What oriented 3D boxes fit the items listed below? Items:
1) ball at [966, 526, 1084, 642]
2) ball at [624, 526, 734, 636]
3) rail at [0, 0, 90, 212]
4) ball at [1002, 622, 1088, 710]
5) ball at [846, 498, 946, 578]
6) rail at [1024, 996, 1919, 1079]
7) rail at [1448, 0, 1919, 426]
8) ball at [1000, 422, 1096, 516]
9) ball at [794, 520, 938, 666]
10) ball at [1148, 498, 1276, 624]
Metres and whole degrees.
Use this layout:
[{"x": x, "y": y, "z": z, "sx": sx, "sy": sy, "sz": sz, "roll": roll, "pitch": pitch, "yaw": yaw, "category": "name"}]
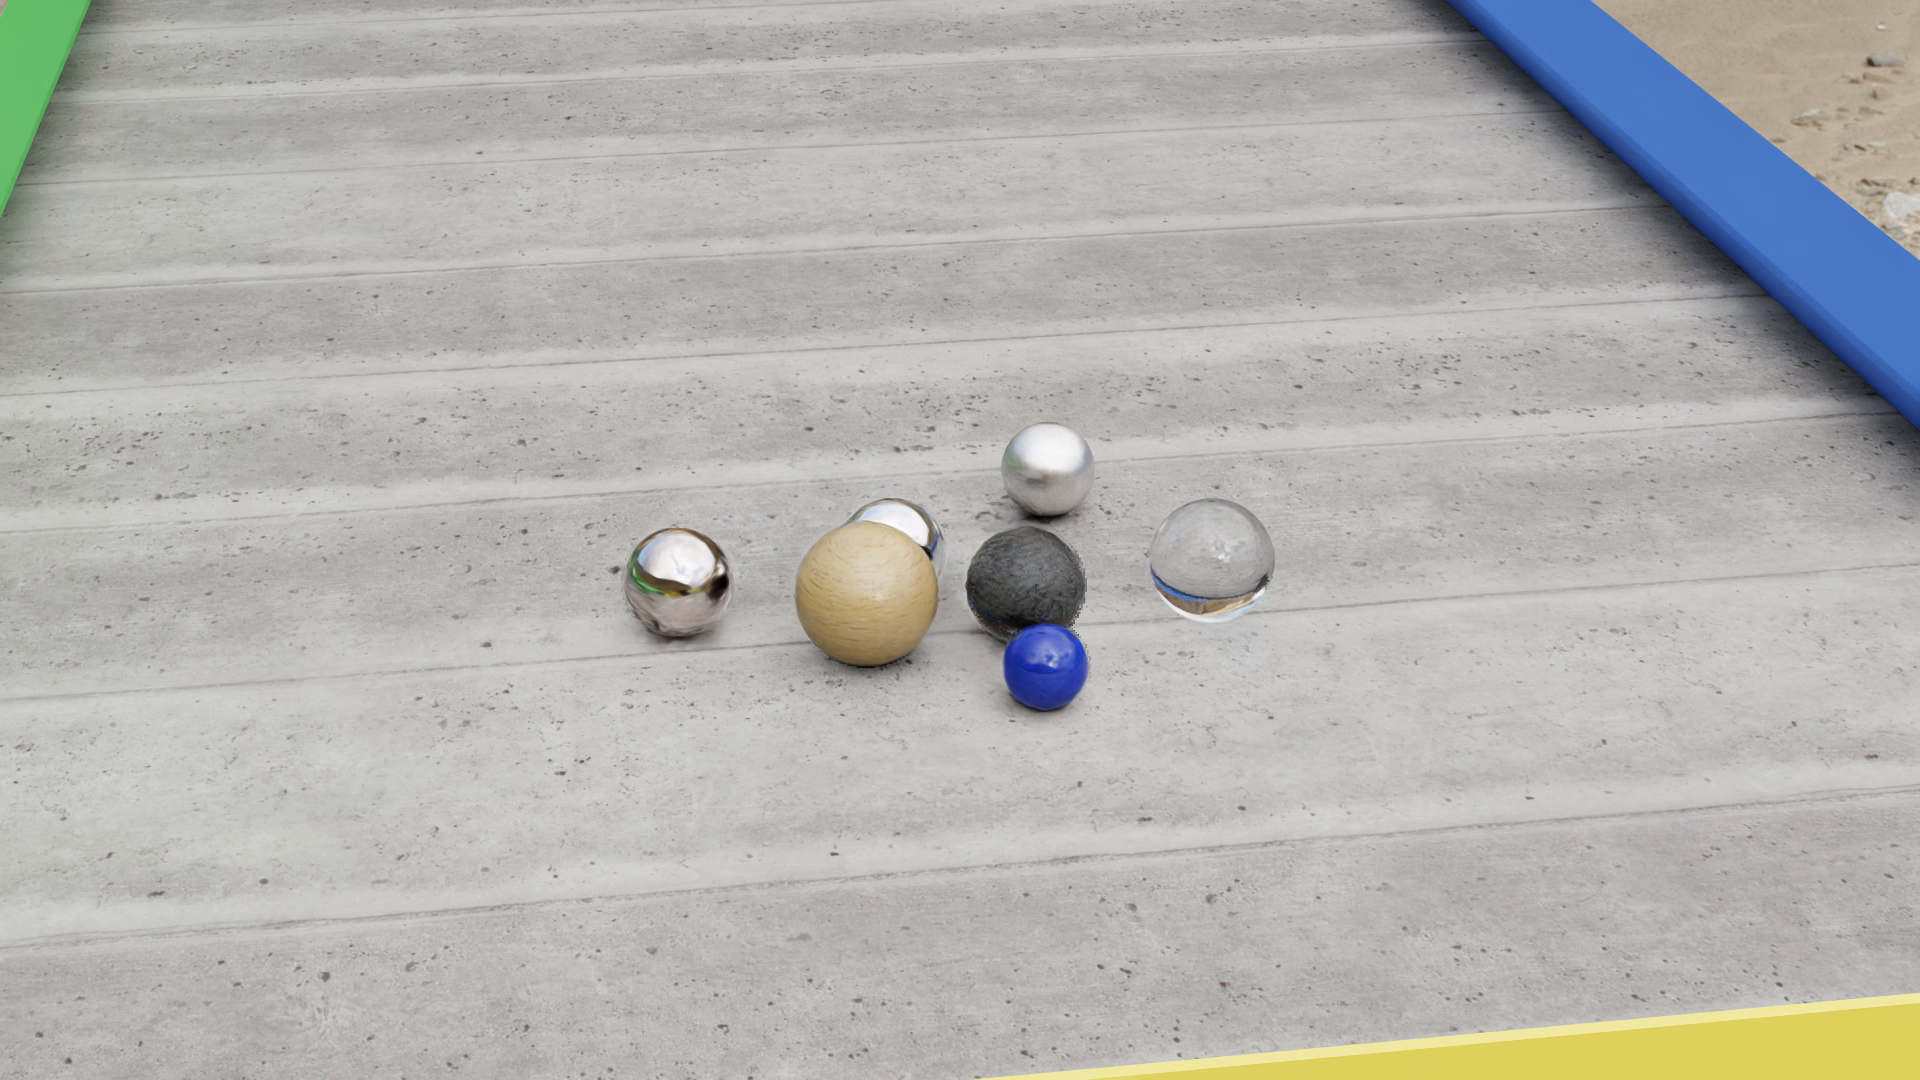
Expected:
[{"x": 0.042, "y": 0.029, "z": 1.878, "sx": 0.076, "sy": 0.076, "sz": 0.076, "roll": 0, "pitch": 26, "yaw": 0, "category": "ball"}, {"x": -0.181, "y": 0.027, "z": 1.889, "sx": 0.071, "sy": 0.071, "sz": 0.071, "roll": 0, "pitch": 26, "yaw": 0, "category": "ball"}, {"x": -0.823, "y": -0.277, "z": 2.456, "sx": 0.045, "sy": 0.118, "sz": 2.803, "roll": -4, "pitch": 26, "yaw": -8, "category": "rail"}, {"x": 0.052, "y": 0.077, "z": 1.805, "sx": 0.053, "sy": 0.053, "sz": 0.053, "roll": 0, "pitch": 26, "yaw": 0, "category": "ball"}, {"x": -0.045, "y": 0.008, "z": 1.928, "sx": 0.071, "sy": 0.071, "sz": 0.071, "roll": 0, "pitch": 26, "yaw": 0, "category": "ball"}, {"x": 0.102, "y": 0.272, "z": 1.329, "sx": 1.499, "sy": 0.118, "sz": 0.045, "roll": -4, "pitch": 26, "yaw": -8, "category": "rail"}, {"x": 0.612, "y": -0.372, "z": 2.652, "sx": 0.045, "sy": 0.118, "sz": 2.803, "roll": -4, "pitch": 26, "yaw": -8, "category": "rail"}, {"x": 0.061, "y": -0.049, "z": 2.051, "sx": 0.066, "sy": 0.066, "sz": 0.066, "roll": 0, "pitch": 26, "yaw": 0, "category": "ball"}, {"x": -0.059, "y": 0.034, "z": 1.852, "sx": 0.091, "sy": 0.091, "sz": 0.091, "roll": 0, "pitch": 26, "yaw": 0, "category": "ball"}, {"x": 0.163, "y": 0.013, "z": 1.904, "sx": 0.081, "sy": 0.081, "sz": 0.081, "roll": 0, "pitch": 26, "yaw": 0, "category": "ball"}]
